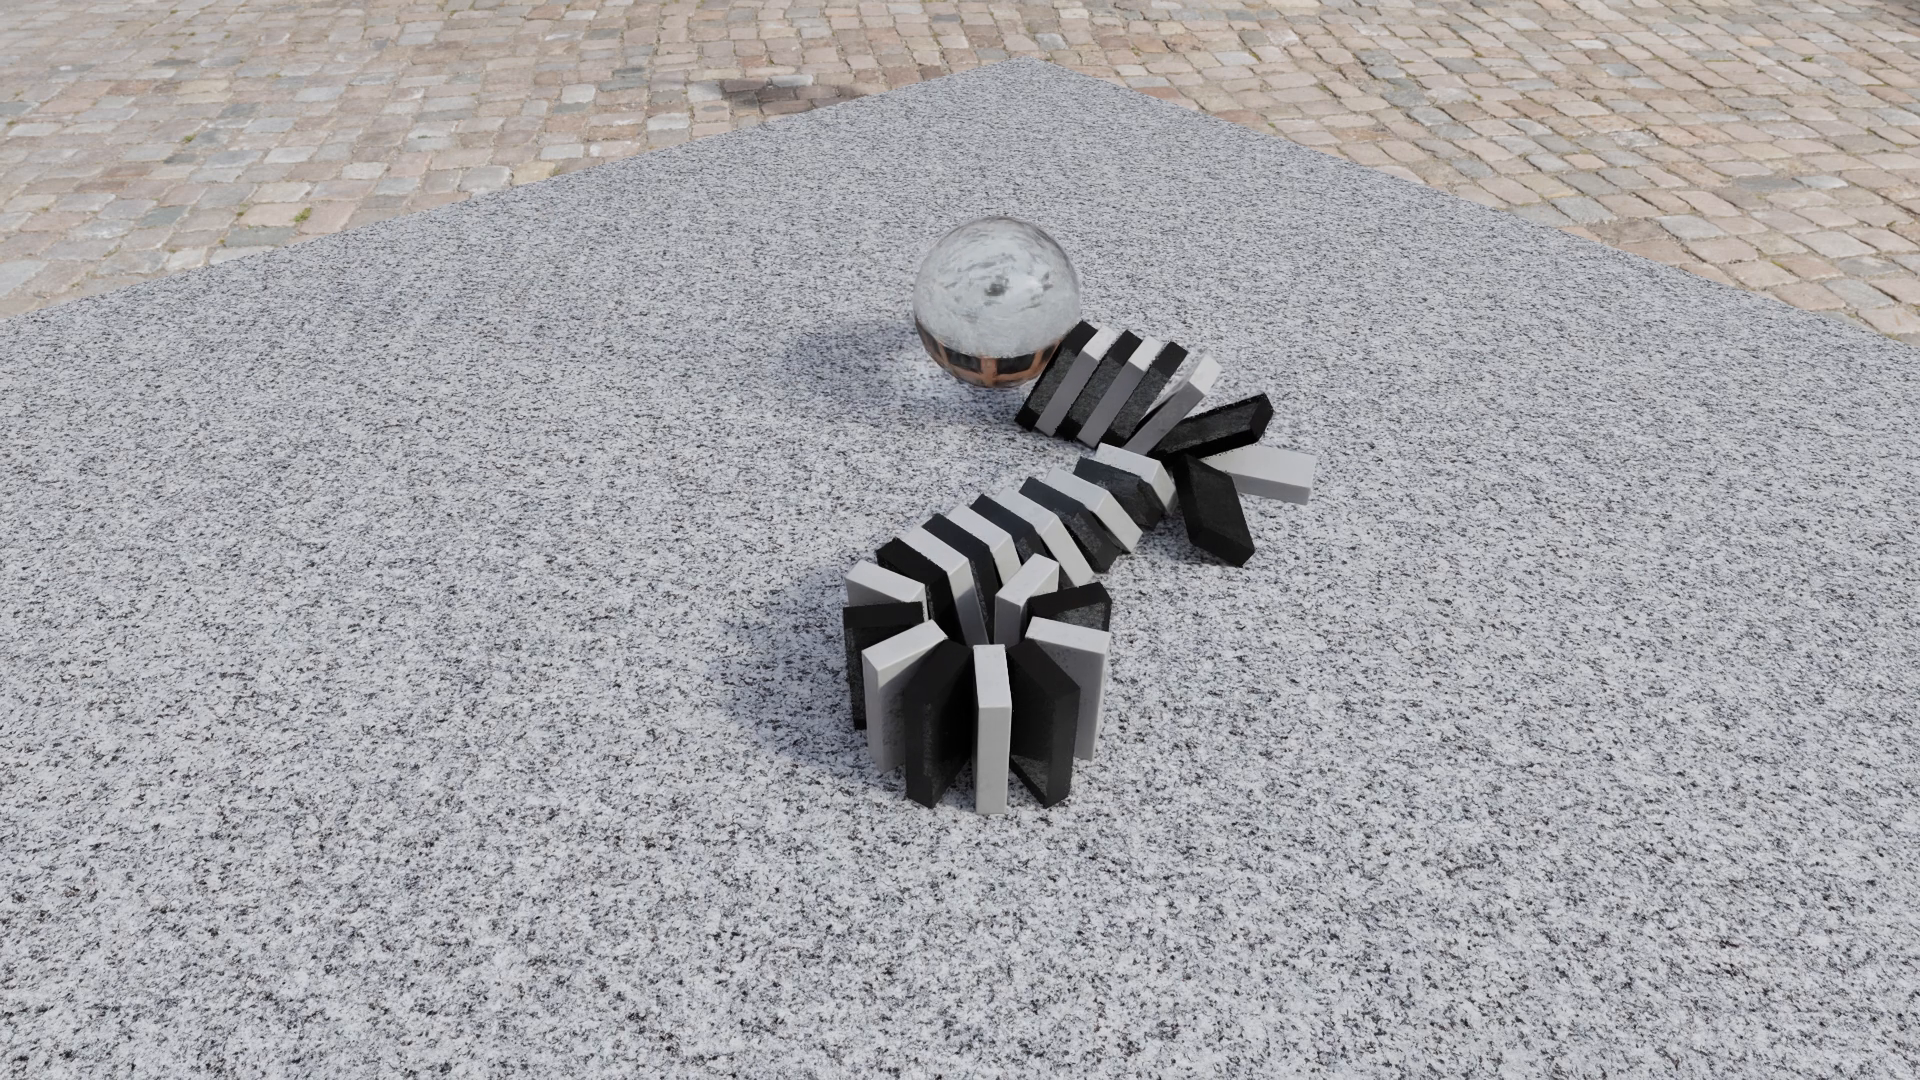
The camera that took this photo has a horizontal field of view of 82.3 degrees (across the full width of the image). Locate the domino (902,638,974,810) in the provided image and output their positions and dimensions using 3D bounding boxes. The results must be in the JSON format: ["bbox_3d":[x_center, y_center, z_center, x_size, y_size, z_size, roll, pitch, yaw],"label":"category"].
[{"bbox_3d":[-0.006,0.058,0.341,0.010,0.050,0.025,20,44,22],"label":"domino"}]

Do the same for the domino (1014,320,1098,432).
[{"bbox_3d":[0.044,-0.075,0.503,0.010,0.050,0.025,36,47,4],"label":"domino"}]

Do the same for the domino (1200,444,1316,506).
[{"bbox_3d":[0.128,-0.031,0.481,0.050,0.010,0.025,13,41,15],"label":"domino"}]

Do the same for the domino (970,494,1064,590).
[{"bbox_3d":[0.021,0.005,0.405,0.025,0.050,0.009,34,75,34],"label":"domino"}]

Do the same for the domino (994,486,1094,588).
[{"bbox_3d":[0.031,0.000,0.413,0.025,0.050,0.009,33,80,33],"label":"domino"}]

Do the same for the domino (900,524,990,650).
[{"bbox_3d":[-0.005,0.020,0.387,0.009,0.050,0.025,-41,53,-22],"label":"domino"}]

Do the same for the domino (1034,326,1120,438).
[{"bbox_3d":[0.053,-0.072,0.499,0.010,0.050,0.025,36,47,4],"label":"domino"}]

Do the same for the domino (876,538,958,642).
[{"bbox_3d":[-0.014,0.025,0.380,0.010,0.050,0.025,-37,51,-27],"label":"domino"}]

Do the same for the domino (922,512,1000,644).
[{"bbox_3d":[0.002,0.015,0.392,0.009,0.050,0.025,-41,53,-22],"label":"domino"}]

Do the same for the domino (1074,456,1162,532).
[{"bbox_3d":[0.063,-0.018,0.438,0.025,0.050,0.009,21,84,23],"label":"domino"}]

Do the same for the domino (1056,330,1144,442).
[{"bbox_3d":[0.063,-0.069,0.496,0.009,0.050,0.025,36,47,4],"label":"domino"}]

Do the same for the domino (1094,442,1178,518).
[{"bbox_3d":[0.072,-0.024,0.445,0.025,0.050,0.009,21,84,23],"label":"domino"}]

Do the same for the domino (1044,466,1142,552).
[{"bbox_3d":[0.052,-0.011,0.429,0.025,0.050,0.009,28,85,30],"label":"domino"}]

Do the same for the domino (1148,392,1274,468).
[{"bbox_3d":[0.109,-0.047,0.478,0.050,0.009,0.025,-15,27,42],"label":"domino"}]

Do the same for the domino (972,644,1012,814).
[{"bbox_3d":[0.009,0.059,0.339,0.009,0.050,0.025,-2,39,-3],"label":"domino"}]

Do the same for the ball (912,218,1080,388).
[{"bbox_3d":[0.017,-0.113,0.525,0.080,0.080,0.080,0,39,0],"label":"ball"}]

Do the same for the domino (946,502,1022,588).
[{"bbox_3d":[0.011,0.010,0.398,0.025,0.050,0.010,34,68,34],"label":"domino"}]

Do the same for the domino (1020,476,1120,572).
[{"bbox_3d":[0.042,-0.005,0.421,0.025,0.050,0.010,30,83,31],"label":"domino"}]

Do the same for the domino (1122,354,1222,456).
[{"bbox_3d":[0.093,-0.057,0.483,0.009,0.050,0.025,40,47,-2],"label":"domino"}]

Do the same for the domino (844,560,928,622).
[{"bbox_3d":[-0.023,0.031,0.373,0.025,0.050,0.009,20,48,24],"label":"domino"}]

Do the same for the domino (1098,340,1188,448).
[{"bbox_3d":[0.081,-0.063,0.488,0.010,0.050,0.025,36,47,4],"label":"domino"}]

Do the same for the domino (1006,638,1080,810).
[{"bbox_3d":[0.024,0.057,0.341,0.010,0.050,0.025,-22,44,-25],"label":"domino"}]

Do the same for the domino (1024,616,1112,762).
[{"bbox_3d":[0.033,0.048,0.352,0.025,0.050,0.009,11,41,13],"label":"domino"}]

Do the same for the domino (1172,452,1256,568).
[{"bbox_3d":[0.103,-0.013,0.450,0.025,0.010,0.050,24,35,-19],"label":"domino"}]

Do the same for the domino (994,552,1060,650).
[{"bbox_3d":[0.022,0.032,0.373,0.009,0.050,0.025,22,44,25],"label":"domino"}]

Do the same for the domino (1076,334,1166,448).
[{"bbox_3d":[0.072,-0.066,0.492,0.009,0.050,0.025,36,47,4],"label":"domino"}]

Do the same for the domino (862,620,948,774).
[{"bbox_3d":[-0.017,0.050,0.350,0.025,0.050,0.009,-23,46,-25],"label":"domino"}]

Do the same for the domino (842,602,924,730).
[{"bbox_3d":[-0.024,0.042,0.360,0.025,0.050,0.009,-4,43,-4],"label":"domino"}]

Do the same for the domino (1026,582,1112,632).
[{"bbox_3d":[0.035,0.038,0.365,0.025,0.050,0.009,-12,41,-14],"label":"domino"}]
